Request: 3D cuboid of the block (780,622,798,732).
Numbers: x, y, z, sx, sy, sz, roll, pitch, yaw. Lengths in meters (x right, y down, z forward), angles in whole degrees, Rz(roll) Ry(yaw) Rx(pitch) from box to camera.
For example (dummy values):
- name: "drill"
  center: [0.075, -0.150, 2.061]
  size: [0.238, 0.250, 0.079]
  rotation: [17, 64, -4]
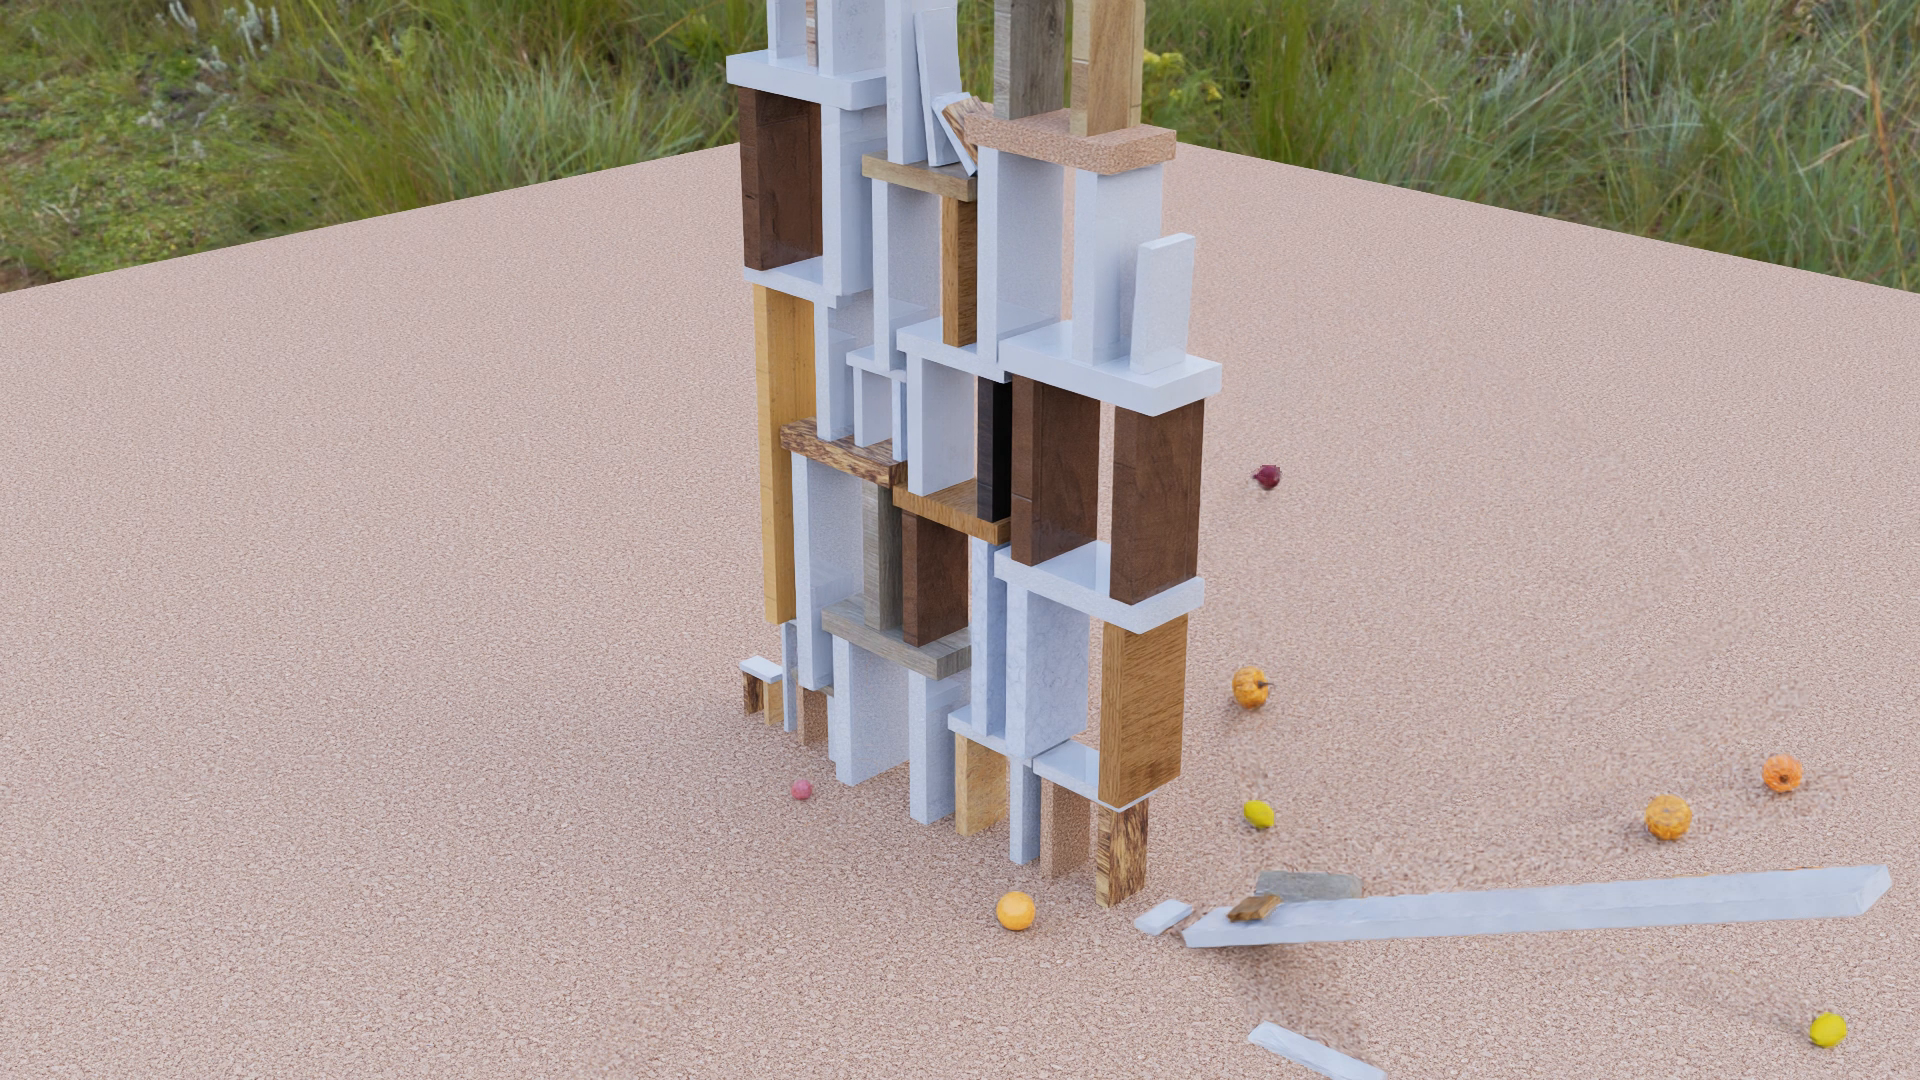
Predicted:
- name: "block"
  center: [-0.360, 0.287, 4.742]
  size: [0.047, 0.268, 0.013]
  rotation: [-21, 31, -41]

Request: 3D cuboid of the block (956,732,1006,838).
- name: "block"
  center: [0.042, 0.468, 4.371]
  size: [0.112, 0.224, 0.032]
  rotation: [-21, 31, -41]

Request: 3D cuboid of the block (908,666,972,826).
- name: "block"
  center: [-0.025, 0.389, 4.416]
  size: [0.047, 0.334, 0.167]
  rotation: [21, 31, 41]

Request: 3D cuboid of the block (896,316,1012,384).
- name: "block"
  center: [0.029, -0.353, 4.039]
  size: [0.276, 0.039, 0.138]
  rotation: [21, 31, 41]

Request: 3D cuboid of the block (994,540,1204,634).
- name: "block"
  center: [0.250, 0.069, 3.981]
  size: [0.351, 0.050, 0.176]
  rotation: [21, 31, 41]

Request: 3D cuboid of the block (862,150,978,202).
- name: "block"
  center: [-0.035, -0.667, 3.978]
  size: [0.137, 0.039, 0.274]
  rotation: [-21, 31, -40]

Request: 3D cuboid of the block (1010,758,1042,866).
- name: "block"
  center: [0.148, 0.509, 4.274]
  size: [0.112, 0.224, 0.032]
  rotation: [-21, 31, -41]

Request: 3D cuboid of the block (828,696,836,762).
- name: "block"
  center: [-0.243, 0.387, 4.654]
  size: [0.076, 0.153, 0.022]
  rotation: [-21, 30, -40]

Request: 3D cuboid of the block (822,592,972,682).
- name: "block"
  center: [-0.104, 0.183, 4.414]
  size: [0.334, 0.047, 0.167]
  rotation: [21, 31, 41]

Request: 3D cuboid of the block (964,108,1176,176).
- name: "block"
  center: [0.184, -0.685, 3.732]
  size: [0.168, 0.048, 0.336]
  rotation: [-20, 30, -40]

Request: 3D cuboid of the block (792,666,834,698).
- name: "block"
  center: [-0.277, 0.293, 4.651]
  size: [0.076, 0.022, 0.153]
  rotation: [-21, 31, -40]

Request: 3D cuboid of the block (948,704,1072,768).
- name: "block"
  center: [0.095, 0.371, 4.272]
  size: [0.112, 0.032, 0.224]
  rotation: [-21, 31, -41]

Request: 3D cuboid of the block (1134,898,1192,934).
- name: "block"
  center: [0.378, 0.699, 4.086]
  size: [0.053, 0.015, 0.105]
  rotation: [13, 25, 43]

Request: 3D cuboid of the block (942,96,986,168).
- name: "block"
  center: [0.039, -0.705, 3.867]
  size: [0.076, 0.152, 0.022]
  rotation: [-27, -8, -39]

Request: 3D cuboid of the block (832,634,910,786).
- name: "block"
  center: [-0.182, 0.328, 4.560]
  size: [0.047, 0.334, 0.167]
  rotation: [21, 31, 41]

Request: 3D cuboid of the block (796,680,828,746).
- name: "block"
  center: [-0.314, 0.359, 4.719]
  size: [0.076, 0.153, 0.022]
  rotation: [-21, 31, -40]

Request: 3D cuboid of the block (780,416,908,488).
- name: "block"
  center: [-0.192, -0.185, 4.354]
  size: [0.158, 0.045, 0.316]
  rotation: [-21, 31, -40]

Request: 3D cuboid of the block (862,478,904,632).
- name: "block"
  center: [-0.118, 0.010, 4.356]
  size: [0.158, 0.316, 0.045]
  rotation: [-21, 31, -41]

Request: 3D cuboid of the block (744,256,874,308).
- name: "block"
  center: [-0.283, -0.516, 4.320]
  size: [0.138, 0.039, 0.276]
  rotation: [-21, 31, -40]

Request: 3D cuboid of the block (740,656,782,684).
- name: "block"
  center: [-0.428, 0.283, 4.805]
  size: [0.105, 0.015, 0.053]
  rotation: [21, 31, 41]

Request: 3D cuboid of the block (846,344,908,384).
- name: "block"
  center: [-0.132, -0.339, 4.215]
  size: [0.163, 0.023, 0.081]
  rotation: [20, 30, 39]

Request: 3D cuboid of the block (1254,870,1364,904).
- name: "block"
  center: [0.624, 0.660, 3.980]
  size: [0.031, 0.110, 0.220]
  rotation: [31, -24, -35]

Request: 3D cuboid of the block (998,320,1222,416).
- name: "block"
  center: [0.257, -0.301, 3.813]
  size: [0.356, 0.050, 0.178]
  rotation: [21, 31, 41]

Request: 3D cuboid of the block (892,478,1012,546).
- name: "block"
  center: [0.020, -0.066, 4.170]
  size: [0.140, 0.040, 0.281]
  rotation: [-21, 31, -40]

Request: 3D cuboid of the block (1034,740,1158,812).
- name: "block"
  center: [0.253, 0.442, 4.129]
  size: [0.215, 0.030, 0.108]
  rotation: [21, 31, 40]

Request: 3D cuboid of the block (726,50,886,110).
- name: "block"
  center: [-0.257, -0.872, 4.135]
  size: [0.178, 0.050, 0.356]
  rotation: [-21, 31, -40]

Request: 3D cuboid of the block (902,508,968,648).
- name: "block"
  center: [-0.047, 0.056, 4.293]
  size: [0.140, 0.281, 0.040]
  rotation: [-21, 31, -41]

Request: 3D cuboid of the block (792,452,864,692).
- name: "block"
  center: [-0.266, 0.046, 4.536]
  size: [0.045, 0.522, 0.158]
  rotation: [21, 31, 40]

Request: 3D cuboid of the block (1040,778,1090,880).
- name: "block"
  center: [0.203, 0.535, 4.224]
  size: [0.030, 0.215, 0.108]
  rotation: [21, 31, 41]

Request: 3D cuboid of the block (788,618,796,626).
- name: "block"
  center: [-0.338, 0.166, 4.666]
  size: [0.047, 0.013, 0.094]
  rotation: [-21, 31, -40]

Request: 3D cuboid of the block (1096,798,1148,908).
- name: "block"
  center: [0.305, 0.574, 4.132]
  size: [0.108, 0.215, 0.030]
  rotation: [-21, 31, -40]
